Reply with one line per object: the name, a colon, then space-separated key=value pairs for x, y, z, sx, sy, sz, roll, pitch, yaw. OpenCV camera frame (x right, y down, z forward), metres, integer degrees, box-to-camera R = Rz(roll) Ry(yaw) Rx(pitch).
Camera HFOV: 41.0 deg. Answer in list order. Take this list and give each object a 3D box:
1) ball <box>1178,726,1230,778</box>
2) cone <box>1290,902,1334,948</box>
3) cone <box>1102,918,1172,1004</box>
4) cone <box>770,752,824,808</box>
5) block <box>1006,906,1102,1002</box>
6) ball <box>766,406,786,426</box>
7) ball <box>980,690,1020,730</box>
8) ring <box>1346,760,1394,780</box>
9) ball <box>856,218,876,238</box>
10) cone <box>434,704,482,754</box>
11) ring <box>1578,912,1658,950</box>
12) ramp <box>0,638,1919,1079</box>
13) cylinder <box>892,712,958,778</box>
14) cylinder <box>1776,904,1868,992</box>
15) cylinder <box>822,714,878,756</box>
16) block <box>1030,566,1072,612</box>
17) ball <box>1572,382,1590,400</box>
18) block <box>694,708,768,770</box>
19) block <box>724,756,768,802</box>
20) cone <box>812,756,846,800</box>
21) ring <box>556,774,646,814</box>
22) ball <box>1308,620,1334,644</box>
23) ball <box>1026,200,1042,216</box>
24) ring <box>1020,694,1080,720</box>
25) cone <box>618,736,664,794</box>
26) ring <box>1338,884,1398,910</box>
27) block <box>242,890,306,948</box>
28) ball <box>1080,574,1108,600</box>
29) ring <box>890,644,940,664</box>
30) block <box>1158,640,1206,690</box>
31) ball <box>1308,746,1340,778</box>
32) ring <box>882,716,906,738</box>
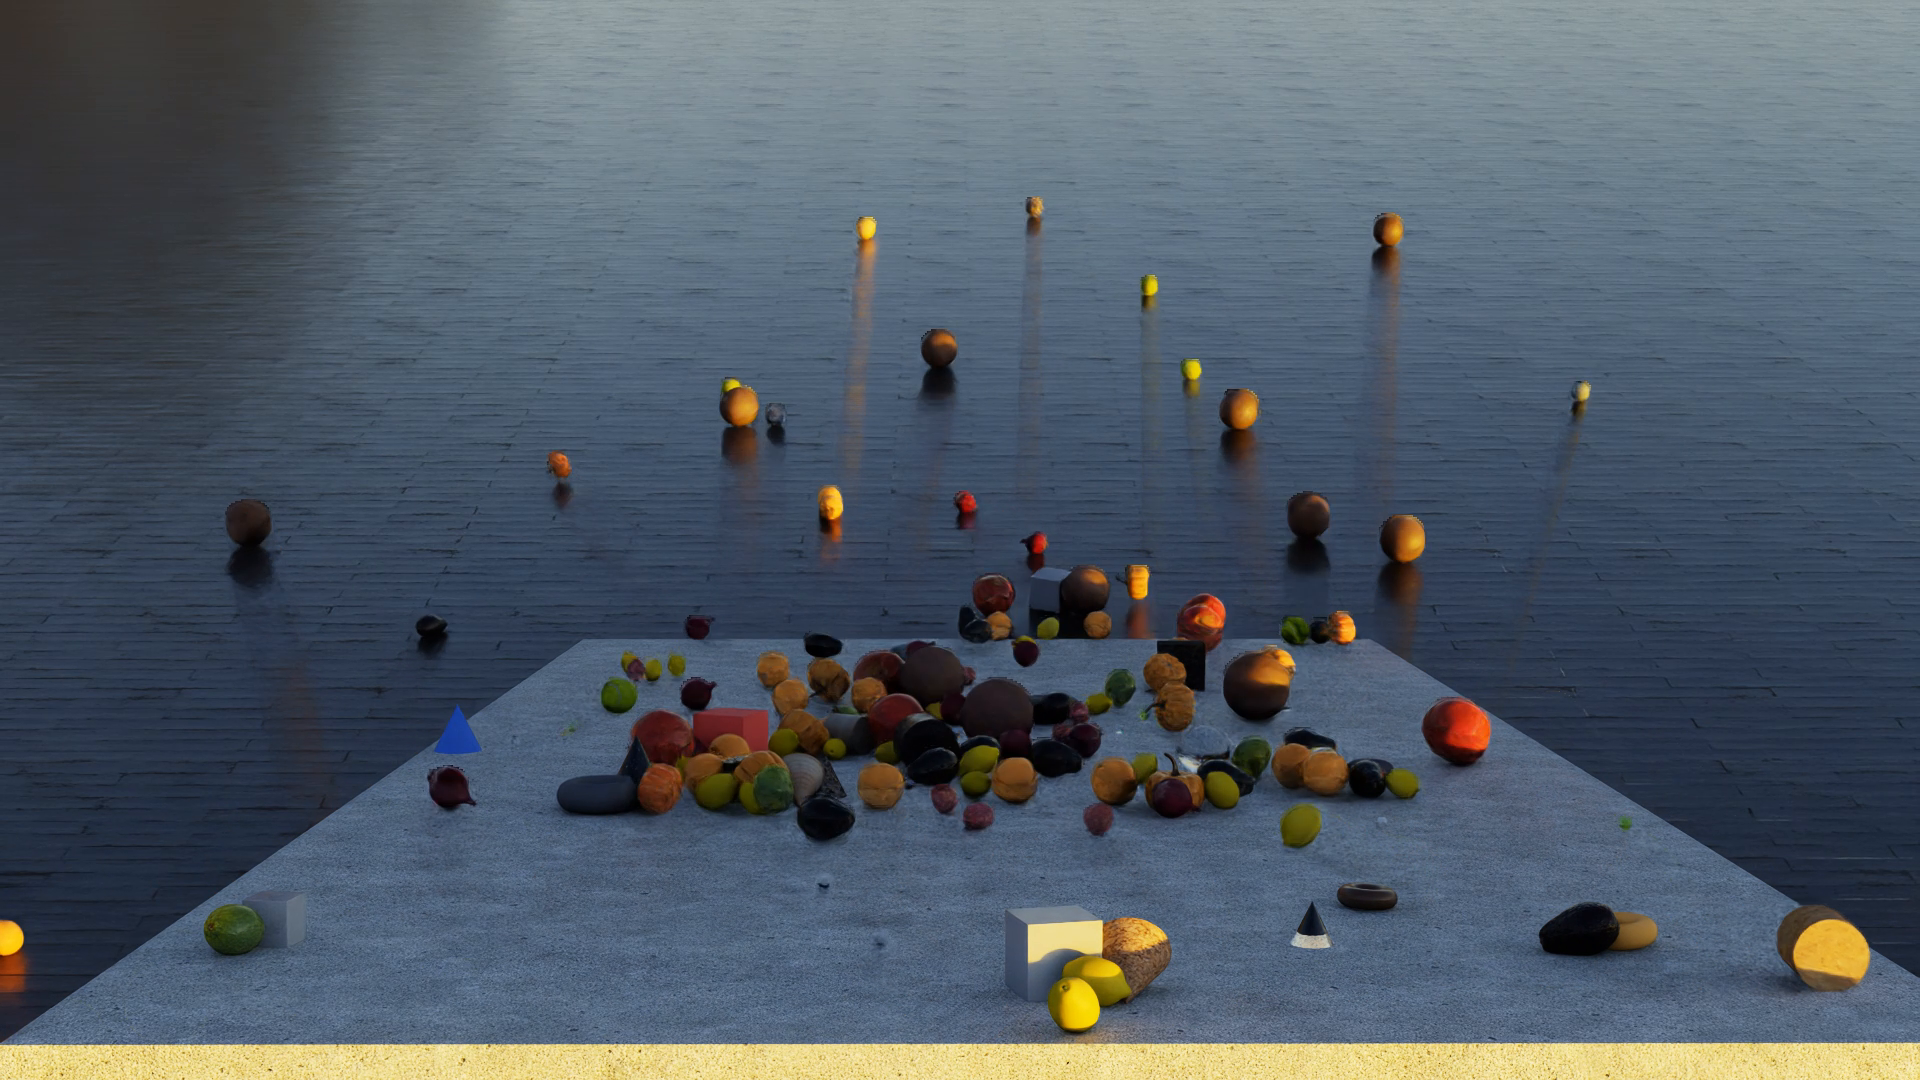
ball: x=0.402 y=0.349 z=4.239 sx=0.086 sy=0.086 sz=0.086 roll=0 pitch=20 yaw=0
cone: x=0.409 y=0.444 z=2.984 sx=0.050 sy=0.050 sz=0.050 roll=0 pitch=4 yaw=0
cone: x=0.179 y=0.465 z=2.732 sx=0.089 sy=0.089 sz=0.089 roll=2 pitch=30 yaw=6
cone: x=-0.249 y=0.390 z=3.972 sx=0.087 sy=0.087 sz=0.087 roll=-2 pitch=30 yaw=-6
block: x=0.100 y=0.443 z=2.752 sx=0.083 sy=0.083 sz=0.083 roll=-1 pitch=4 yaw=-16
ball: x=-0.612 y=-0.413 z=8.525 sx=0.067 sy=0.067 sz=0.067 roll=0 pitch=20 yaw=0
ball: x=0.074 y=0.320 z=4.810 sx=0.075 sy=0.075 sz=0.075 roll=0 pitch=20 yaw=0
ring: x=0.677 y=0.379 z=4.244 sx=0.078 sy=0.026 sz=0.078 roll=0 pitch=5 yaw=0
ball: x=-0.404 y=-1.335 z=11.018 sx=0.086 sy=0.086 sz=0.086 roll=0 pitch=20 yaw=0
cone: x=-0.891 y=0.332 z=4.554 sx=0.083 sy=0.083 sz=0.083 roll=0 pitch=4 yaw=0
ring: x=0.763 y=0.454 z=2.981 sx=0.092 sy=0.031 sz=0.092 roll=-4 pitch=4 yaw=0
ramp: x=0.047 y=0.424 z=4.534 sx=2.000 sy=0.100 sz=4.000 roll=0 pitch=4 yaw=0
cylinder: x=-0.058 y=0.342 z=4.279 sx=0.097 sy=0.097 sz=0.097 roll=-4 pitch=4 yaw=-10
cylinder: x=0.935 y=0.442 z=2.784 sx=0.079 sy=0.079 sz=0.079 roll=2 pitch=3 yaw=5
cylinder: x=-0.194 y=0.341 z=4.515 sx=0.069 sy=0.069 sz=0.069 roll=3 pitch=18 yaw=37
block: x=0.248 y=0.135 z=6.994 sx=0.090 sy=0.090 sz=0.090 roll=9 pitch=22 yaw=23
ball: x=2.124 y=-0.507 z=8.790 sx=0.062 sy=0.062 sz=0.062 roll=0 pitch=20 yaw=0
block: x=-0.389 y=0.338 z=4.359 sx=0.094 sy=0.094 sz=0.094 roll=1 pitch=4 yaw=22
block: x=-0.334 y=0.375 z=4.017 sx=0.063 sy=0.063 sz=0.063 roll=0 pitch=4 yaw=1
cone: x=-0.211 y=0.372 z=4.051 sx=0.065 sy=0.065 sz=0.065 roll=0 pitch=4 yaw=0
ring: x=-0.548 y=0.389 z=3.930 sx=0.137 sy=0.046 sz=0.137 roll=-1 pitch=3 yaw=0
ball: x=0.902 y=0.228 z=6.415 sx=0.060 sy=0.060 sz=0.060 roll=0 pitch=20 yaw=0
ball: x=0.330 y=-1.478 z=11.424 sx=0.077 sy=0.077 sz=0.077 roll=0 pitch=20 yaw=0
ring: x=0.175 y=0.326 z=4.998 sx=0.122 sy=0.041 sz=0.122 roll=1 pitch=3 yaw=0
cone: x=-0.516 y=0.356 z=4.105 sx=0.089 sy=0.089 sz=0.089 roll=0 pitch=4 yaw=0
ring: x=0.507 y=0.444 z=3.197 sx=0.075 sy=0.025 sz=0.075 roll=3 pitch=2 yaw=0
block: x=-0.799 y=0.442 z=2.995 sx=0.055 sy=0.055 sz=0.055 roll=1 pitch=4 yaw=9
ball: x=0.368 y=0.130 z=7.032 sx=0.073 sy=0.073 sz=0.073 roll=0 pitch=20 yaw=0
ring: x=-0.106 y=0.265 z=6.002 sx=0.118 sy=0.039 sz=0.118 roll=-1 pitch=3 yaw=0
block: x=0.471 y=0.267 z=5.475 sx=0.097 sy=0.097 sz=0.097 roll=0 pitch=3 yaw=2
ball: x=0.601 y=0.367 z=4.242 sx=0.050 sy=0.050 sz=0.050 roll=0 pitch=20 yaw=0
ring: x=-0.086 y=0.346 z=4.695 sx=0.112 sy=0.037 sz=0.112 roll=1 pitch=3 yaw=0
